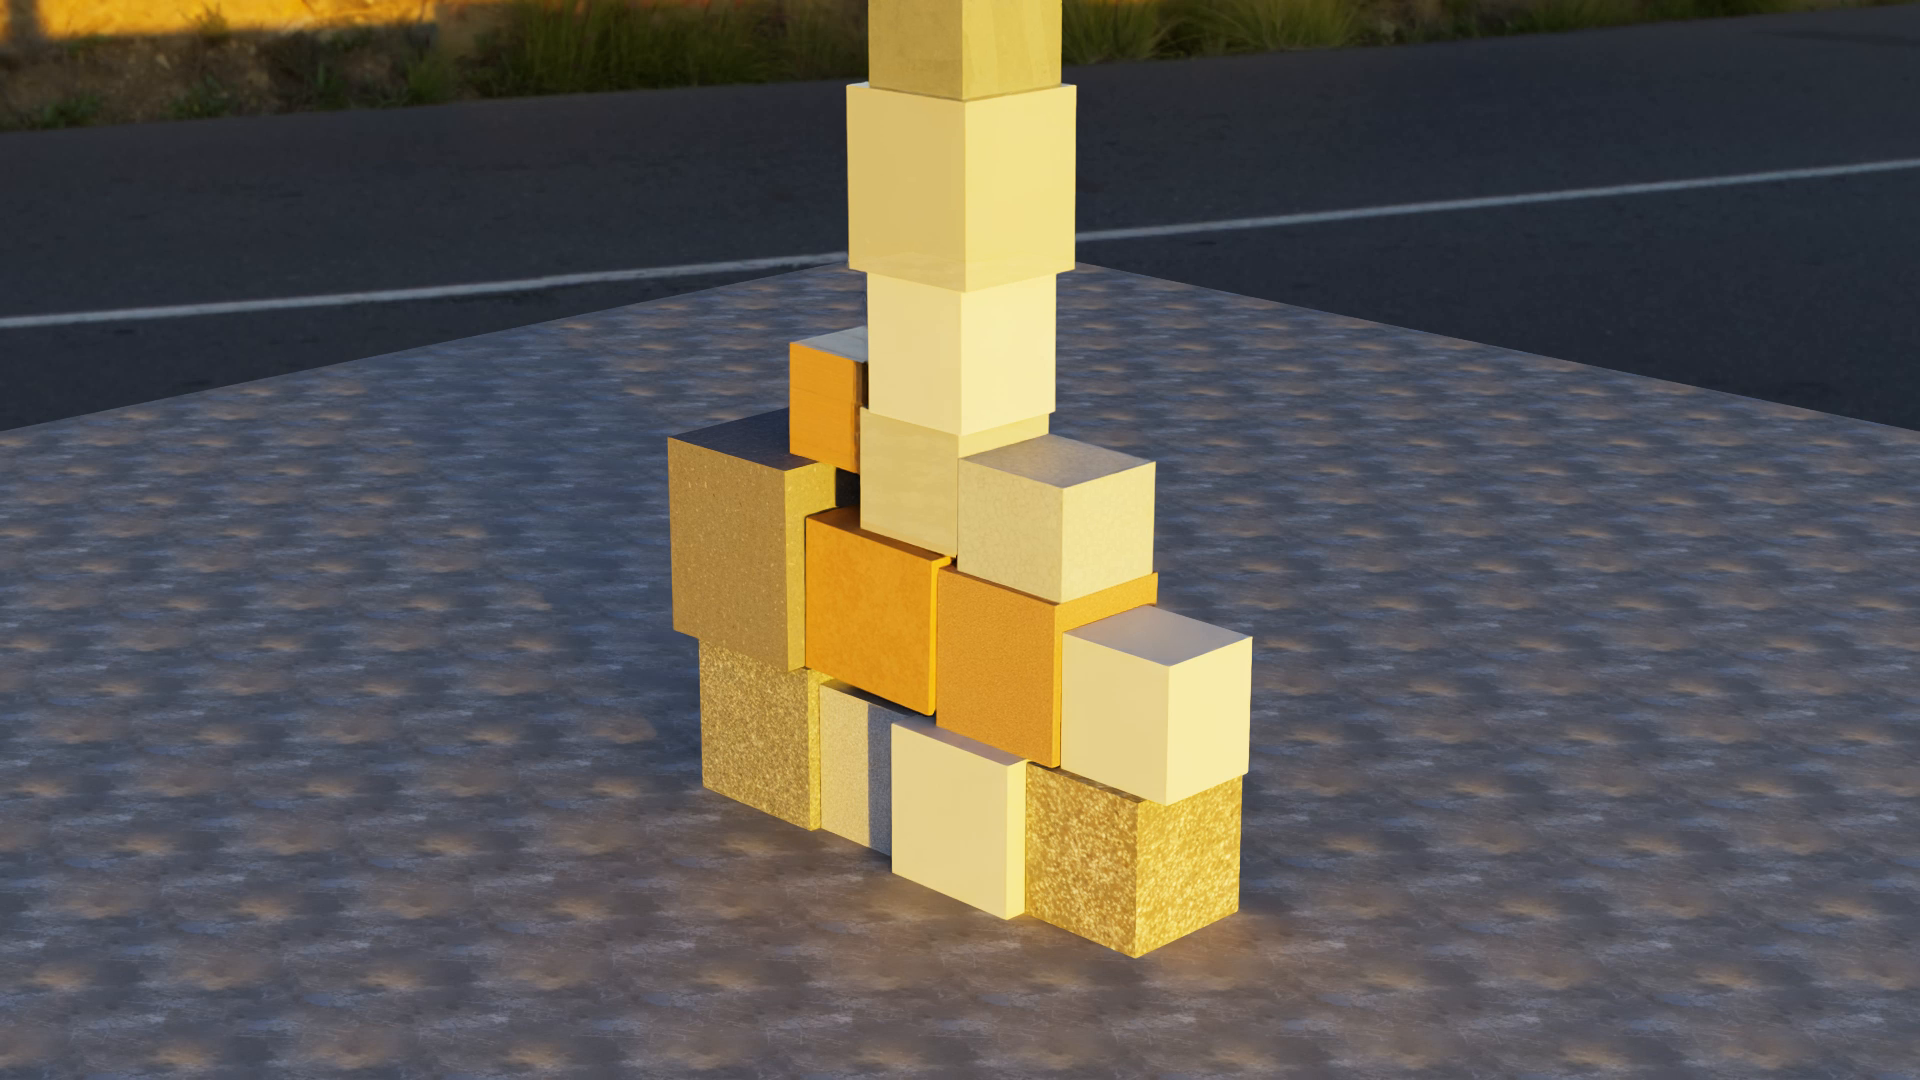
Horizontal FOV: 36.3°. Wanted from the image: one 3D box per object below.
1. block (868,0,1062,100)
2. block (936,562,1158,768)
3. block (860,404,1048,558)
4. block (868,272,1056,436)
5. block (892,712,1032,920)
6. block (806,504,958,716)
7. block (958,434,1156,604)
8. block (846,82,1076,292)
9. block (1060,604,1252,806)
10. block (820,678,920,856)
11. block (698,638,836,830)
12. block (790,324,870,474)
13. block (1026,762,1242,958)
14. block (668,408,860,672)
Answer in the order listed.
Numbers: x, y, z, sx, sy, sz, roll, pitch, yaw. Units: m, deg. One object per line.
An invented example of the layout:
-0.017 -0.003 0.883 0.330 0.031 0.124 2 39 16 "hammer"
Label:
0.022 -2.277 12.621 0.571 0.631 0.605 16 24 43 "block"
0.384 0.489 13.100 0.662 0.746 0.717 -17 25 -42 "block"
-0.028 -0.319 13.283 0.631 0.573 0.570 17 24 42 "block"
0.008 -0.885 13.032 0.586 0.651 0.590 16 24 43 "block"
0.257 1.163 13.418 0.873 0.731 0.732 -17 24 -42 "block"
-0.158 0.264 13.612 0.753 0.735 0.822 -17 26 -42 "block"
0.420 -0.104 12.886 0.631 0.514 0.586 17 24 42 "block"
0.006 -1.583 12.817 0.727 0.810 0.678 16 24 43 "block"
0.845 0.704 12.665 0.538 0.625 0.609 -17 24 -42 "block"
-0.203 1.016 13.898 0.690 0.729 0.604 -17 24 -42 "block"
-0.702 0.827 14.362 0.814 0.811 0.789 -17 24 -42 "block"
-0.439 -0.658 13.615 0.508 0.528 0.485 -17 25 -42 "block"
0.766 1.315 12.961 0.689 0.718 0.653 -17 24 -42 "block"
-0.768 -0.038 14.139 0.931 0.972 0.837 -17 24 -42 "block"
